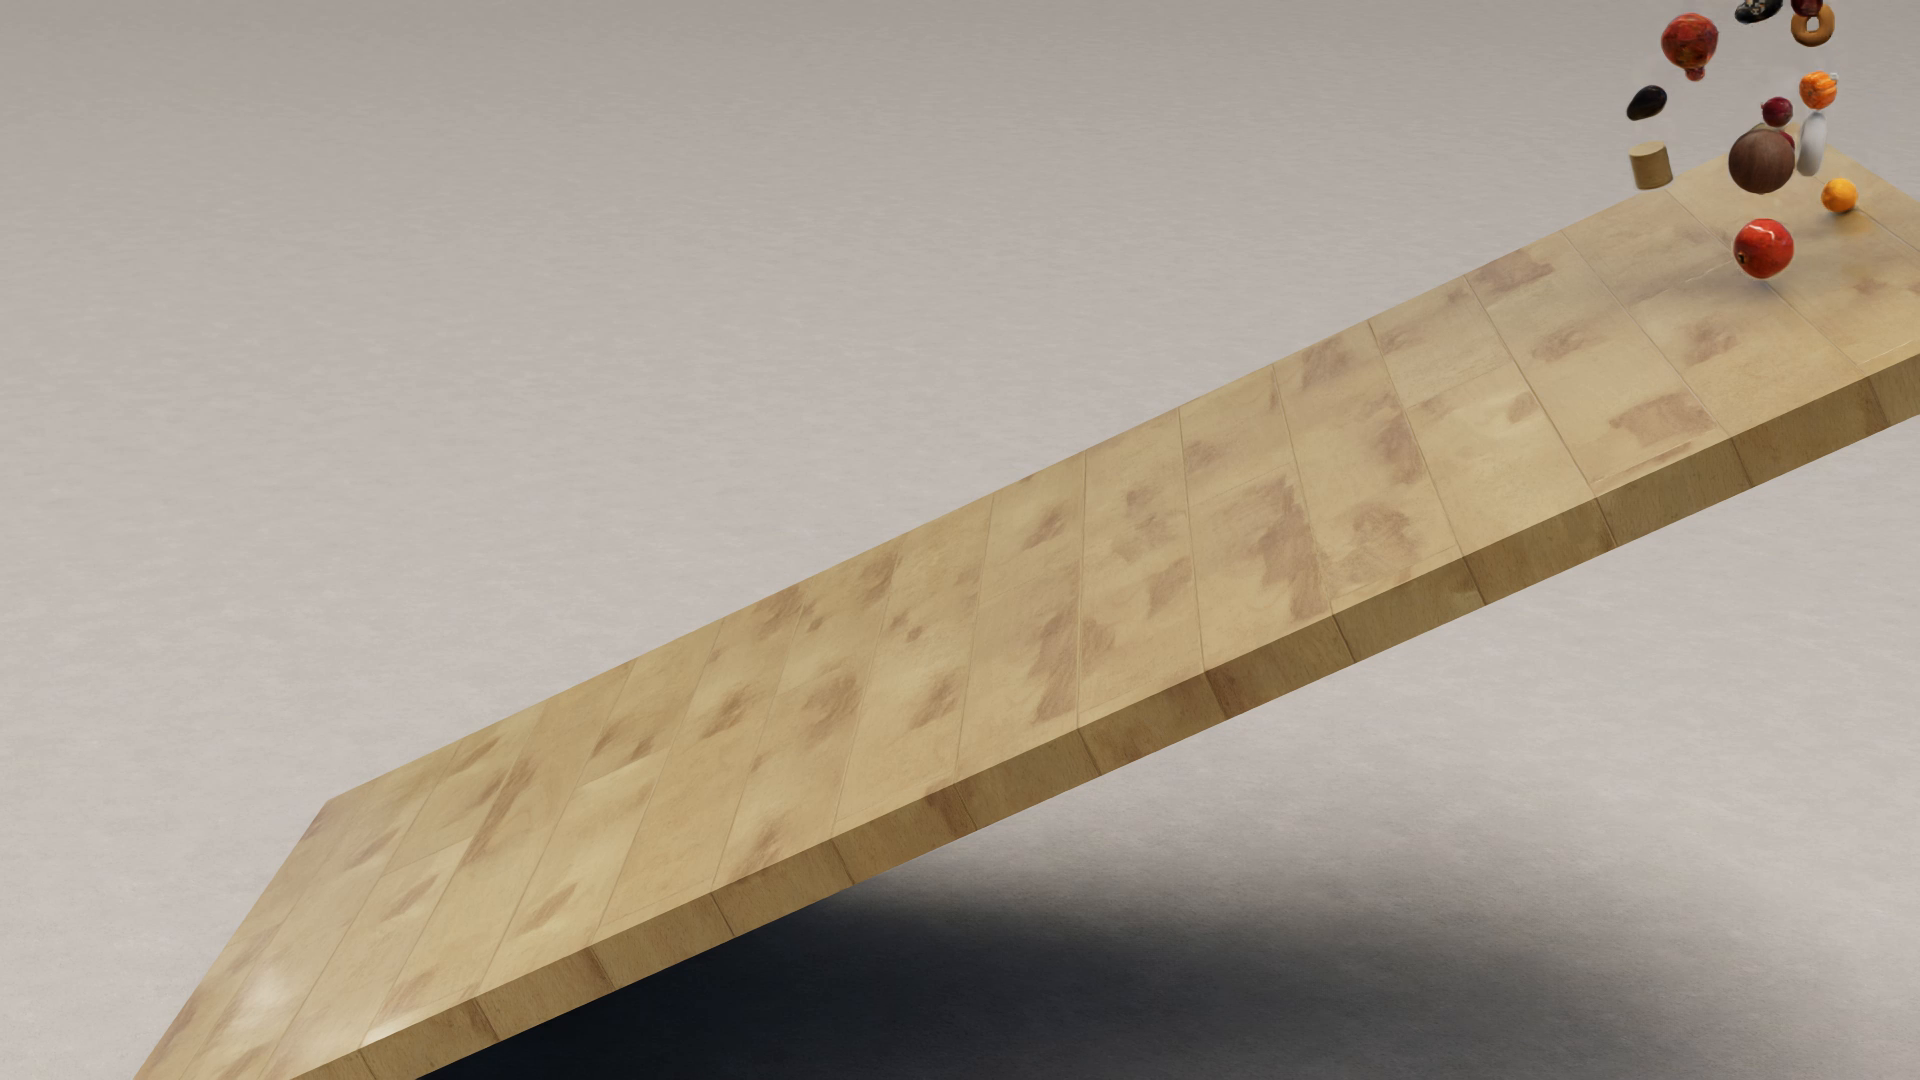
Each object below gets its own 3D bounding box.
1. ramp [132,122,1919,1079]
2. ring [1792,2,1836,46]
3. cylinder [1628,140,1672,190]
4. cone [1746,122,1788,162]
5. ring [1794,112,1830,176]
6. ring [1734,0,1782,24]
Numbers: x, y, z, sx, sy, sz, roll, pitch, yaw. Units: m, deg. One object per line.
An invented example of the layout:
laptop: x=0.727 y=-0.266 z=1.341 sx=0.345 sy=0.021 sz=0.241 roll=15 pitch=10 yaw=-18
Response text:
ramp: x=0.138 y=0.168 z=6.281 sx=4.000 sy=0.100 sz=2.000 roll=-25 pitch=14 yaw=10
ring: x=1.674 y=-1.013 z=5.773 sx=0.089 sy=0.089 sz=0.030 roll=13 pitch=8 yaw=37
cylinder: x=1.429 y=-0.775 z=6.085 sx=0.076 sy=0.076 sz=0.076 roll=-16 pitch=24 yaw=7
cone: x=1.661 y=-0.826 z=6.076 sx=0.083 sy=0.083 sz=0.083 roll=2 pitch=13 yaw=8
ring: x=1.731 y=-0.805 z=5.977 sx=0.045 sy=0.134 sz=0.134 roll=19 pitch=21 yaw=13
ring: x=1.549 y=-1.030 z=5.706 sx=0.092 sy=0.031 sz=0.092 roll=-21 pitch=19 yaw=8
